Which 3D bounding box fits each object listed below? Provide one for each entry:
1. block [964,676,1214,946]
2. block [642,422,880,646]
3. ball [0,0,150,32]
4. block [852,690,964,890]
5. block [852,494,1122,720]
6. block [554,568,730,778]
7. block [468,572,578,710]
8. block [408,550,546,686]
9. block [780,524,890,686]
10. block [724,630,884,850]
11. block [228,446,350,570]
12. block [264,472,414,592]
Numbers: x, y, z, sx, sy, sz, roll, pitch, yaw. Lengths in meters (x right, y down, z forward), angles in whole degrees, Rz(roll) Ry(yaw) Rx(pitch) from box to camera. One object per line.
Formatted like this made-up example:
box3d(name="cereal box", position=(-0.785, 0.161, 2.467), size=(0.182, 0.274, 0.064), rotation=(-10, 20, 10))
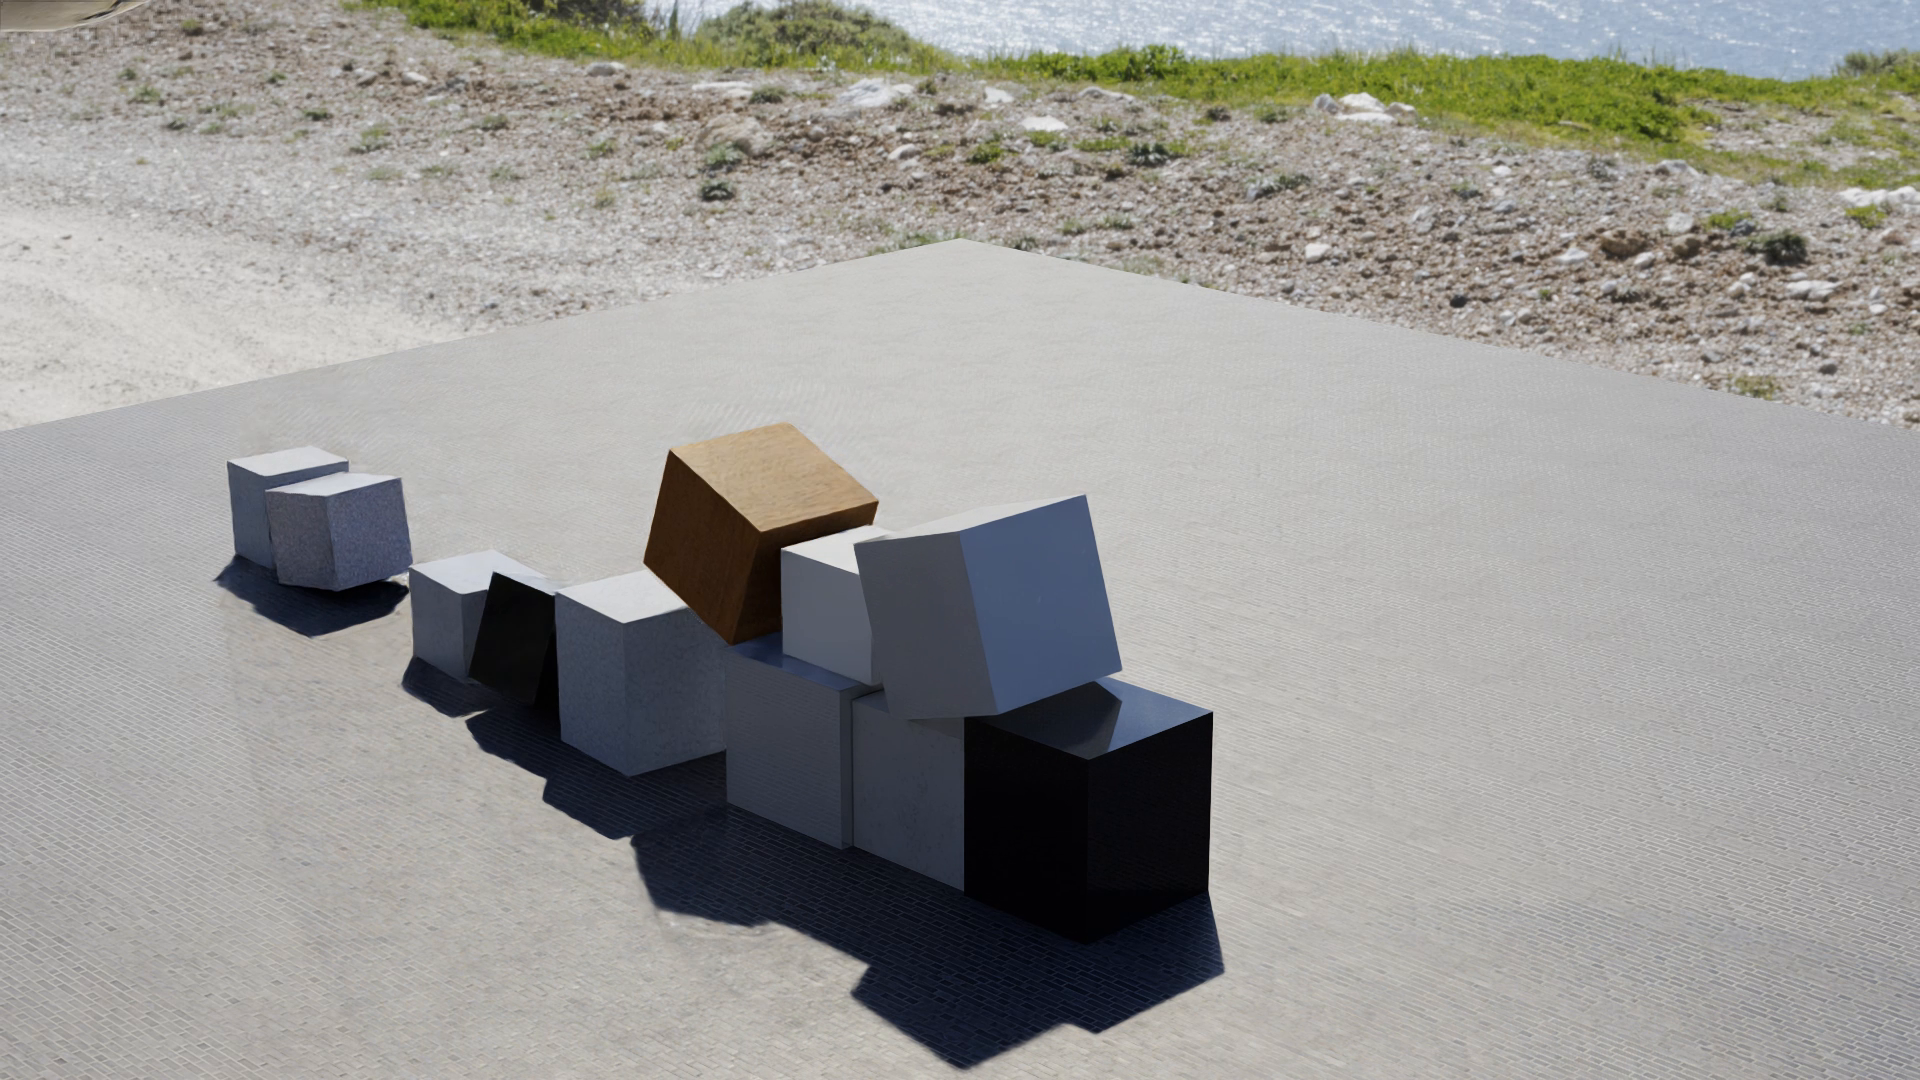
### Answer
box3d(name="block", position=(0.573, 1.183, 13.136), size=(0.746, 0.866, 0.822), rotation=(17, 24, 42))
box3d(name="block", position=(-0.983, -0.039, 14.413), size=(0.745, 0.685, 0.737), rotation=(-16, 44, -41))
box3d(name="ball", position=(-3.032, -2.438, 9.397), size=(1.600, 1.600, 1.600), rotation=(0, 17, 0))
box3d(name="block", position=(0.014, 1.093, 13.648), size=(0.746, 0.730, 0.701), rotation=(17, 24, 42))
box3d(name="block", position=(0.128, 0.305, 13.279), size=(0.808, 0.822, 0.712), rotation=(-16, 7, -42))
box3d(name="block", position=(-1.555, 0.647, 14.933), size=(0.756, 0.810, 0.648), rotation=(-13, 22, -36))
box3d(name="block", position=(-2.139, 0.539, 15.423), size=(0.535, 0.576, 0.593), rotation=(9, 7, -46))
box3d(name="block", position=(-2.647, 0.419, 16.150), size=(0.519, 0.517, 0.615), rotation=(-13, 21, -35))
box3d(name="block", position=(-0.427, 0.300, 13.870), size=(0.557, 0.524, 0.632), rotation=(-16, 23, -41))
box3d(name="block", position=(-0.530, 0.891, 14.187), size=(0.889, 0.794, 0.819), rotation=(-17, 24, -42))
box3d(name="block", position=(-4.097, -0.202, 17.979), size=(0.561, 0.587, 0.502), rotation=(-14, 20, -37))
box3d(name="block", position=(-3.689, -0.056, 17.438), size=(0.610, 0.567, 0.545), rotation=(5, 16, 43))
